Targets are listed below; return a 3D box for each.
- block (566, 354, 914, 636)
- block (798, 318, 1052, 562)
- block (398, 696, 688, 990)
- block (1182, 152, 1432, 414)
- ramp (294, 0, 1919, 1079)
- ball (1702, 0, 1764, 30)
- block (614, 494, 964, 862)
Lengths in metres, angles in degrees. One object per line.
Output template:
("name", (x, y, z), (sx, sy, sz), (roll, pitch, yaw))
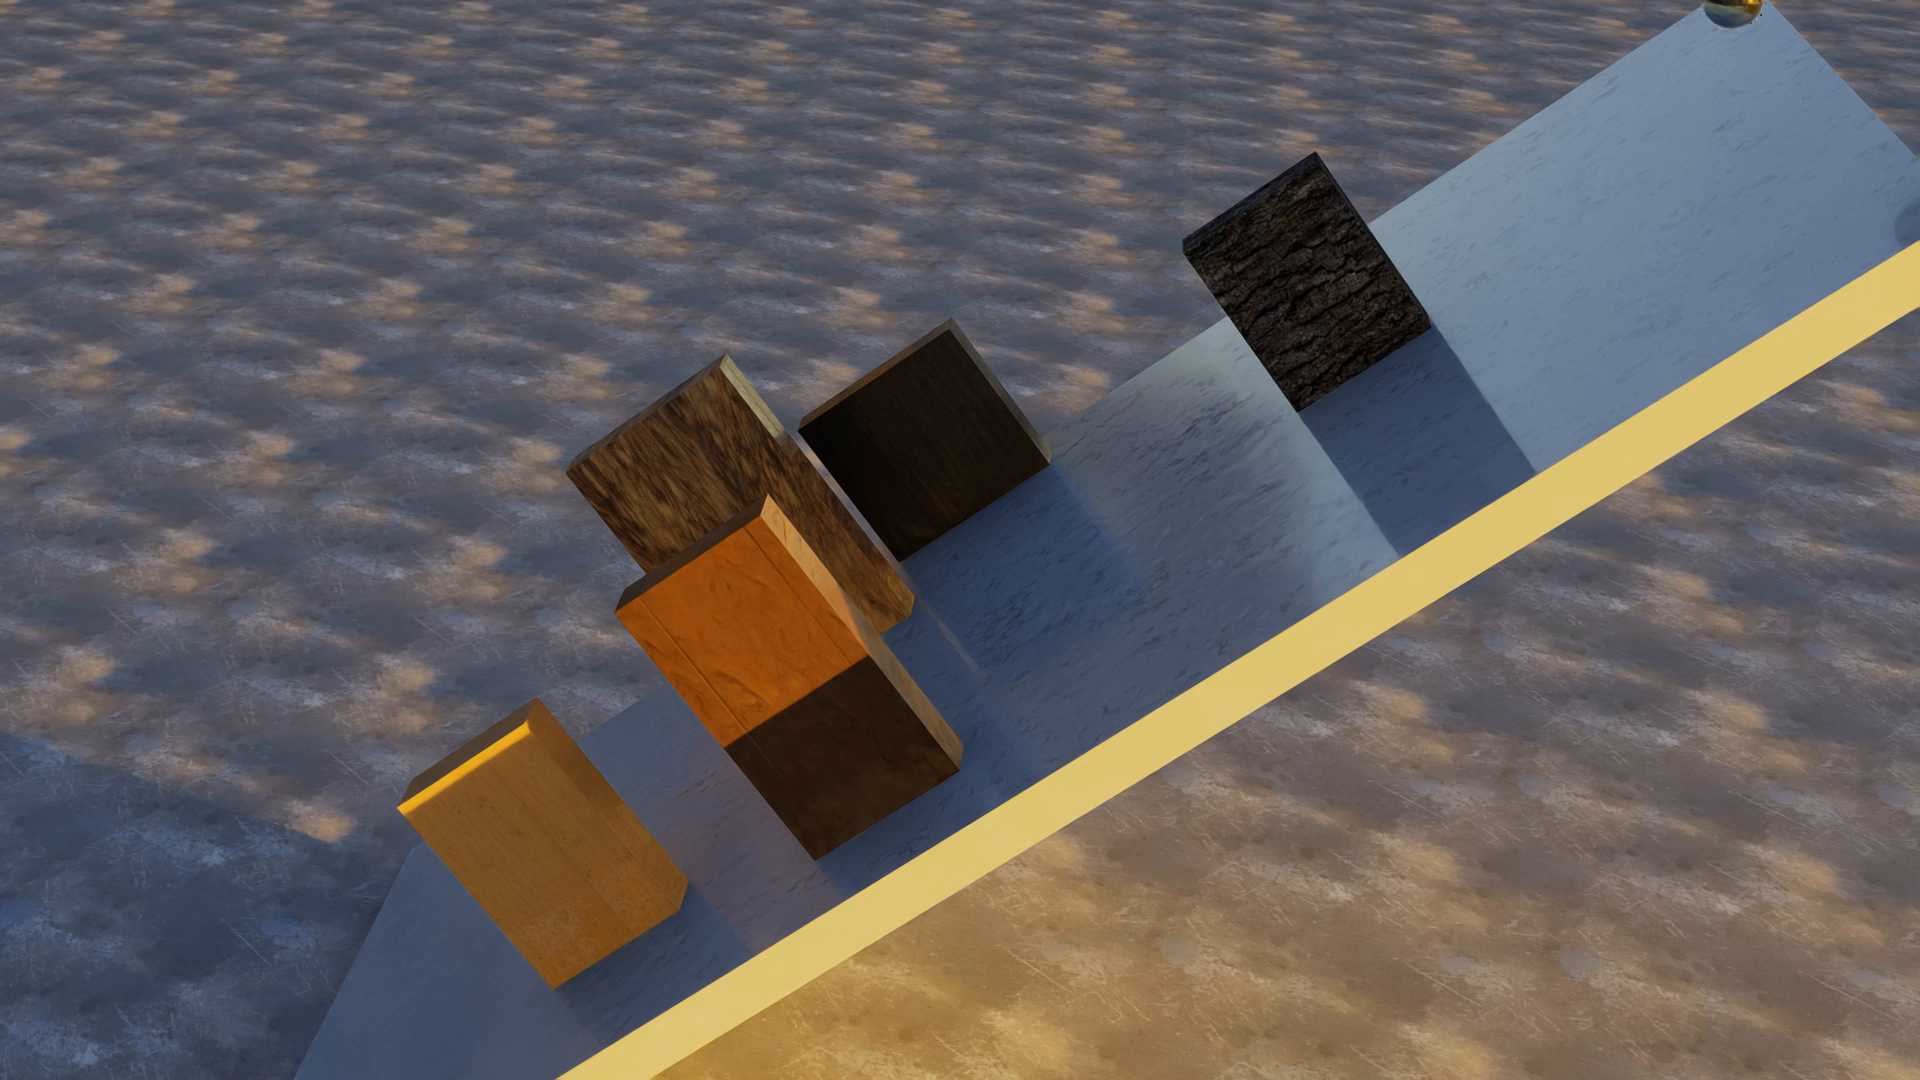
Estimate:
("block", (-0.495, -0.009, 6.690), (0.439, 0.718, 0.105), (-33, 16, 15))
("block", (-0.083, -0.236, 7.019), (0.445, 0.410, 0.091), (-33, 16, 15))
("block", (-0.851, 0.625, 6.034), (0.334, 0.507, 0.129), (-33, 16, 15))
("block", (0.716, -0.531, 6.084), (0.329, 0.423, 0.099), (-33, 16, 15))
("ramp", (0.134, 0.175, 6.311), (4.000, 0.100, 2.000), (-33, 16, 15))
("ball", (1.487, -1.042, 5.663), (0.115, 0.115, 0.115), (0, 22, 0))
("block", (-0.324, 0.269, 5.656), (0.350, 0.636, 0.116), (-33, 16, 15))
